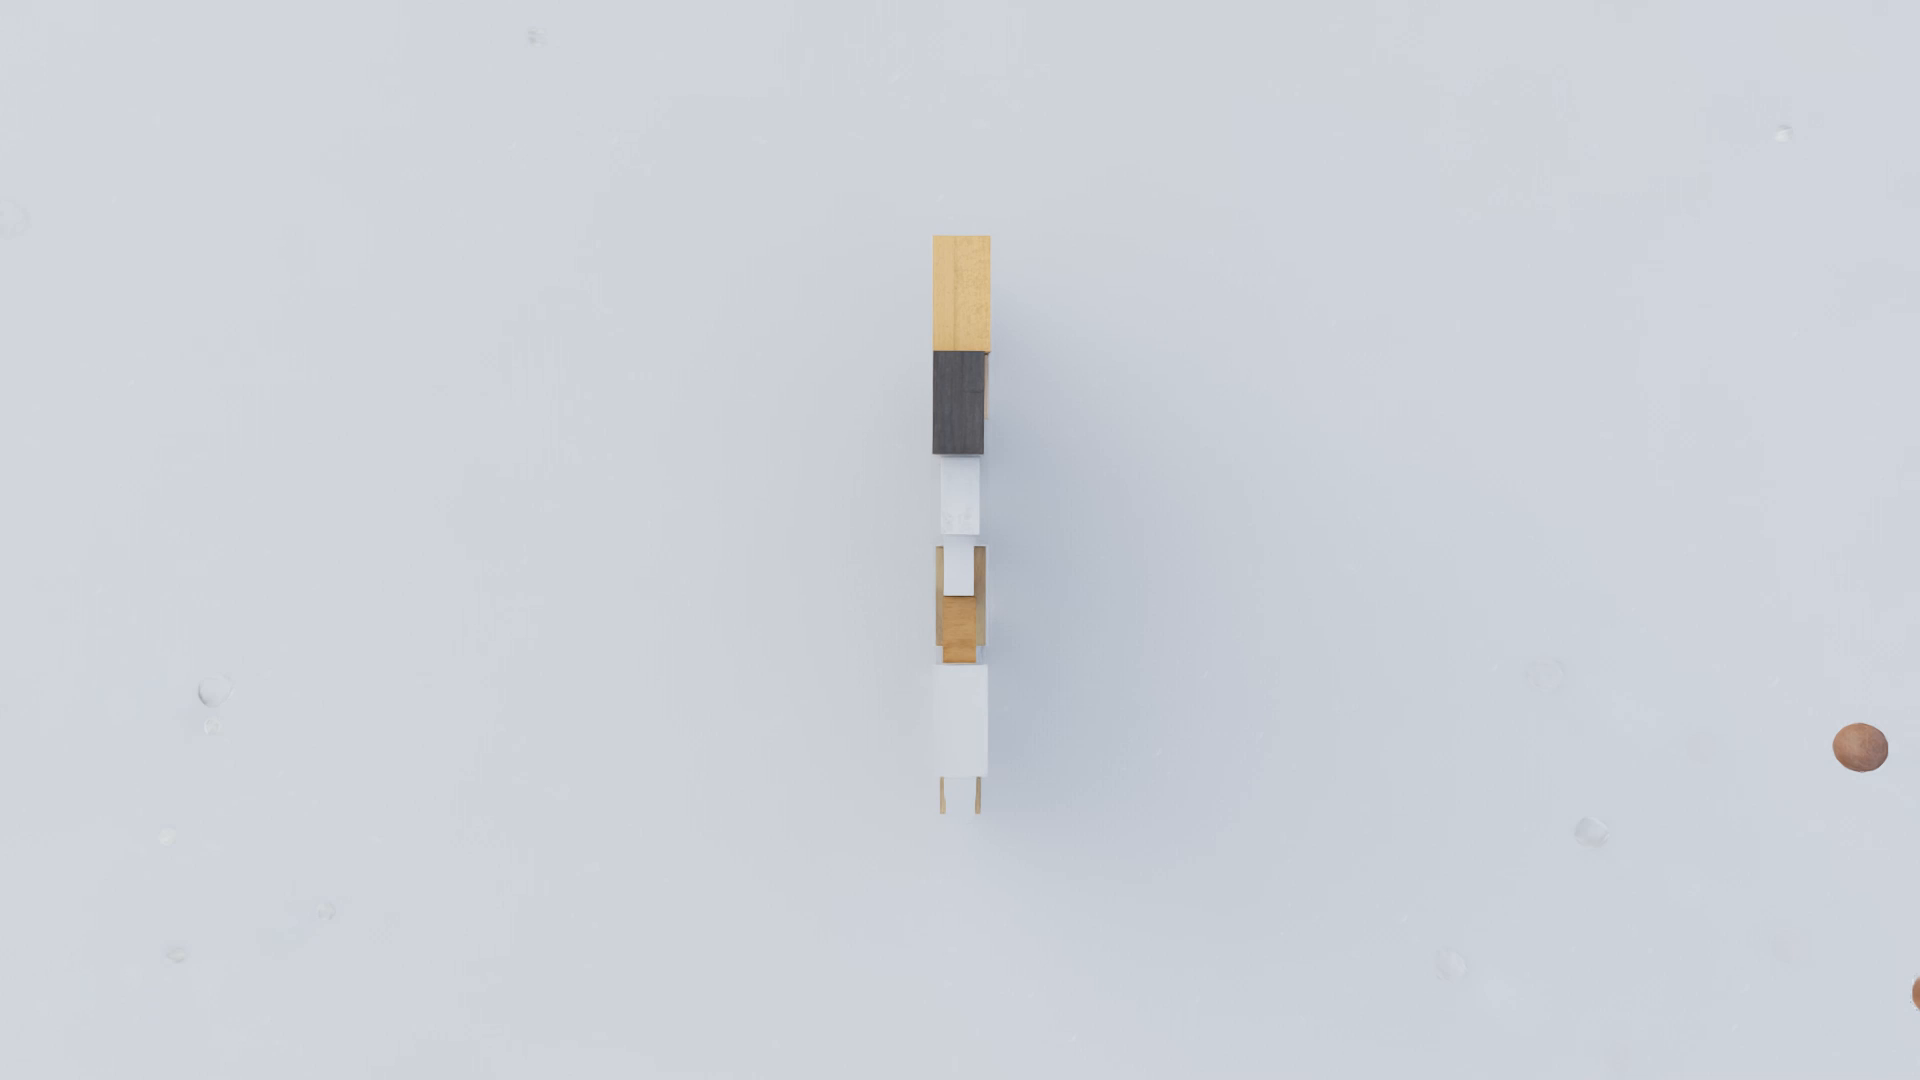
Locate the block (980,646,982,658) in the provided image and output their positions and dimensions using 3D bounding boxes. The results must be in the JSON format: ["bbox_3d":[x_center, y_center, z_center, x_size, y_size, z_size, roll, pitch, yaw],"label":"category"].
[{"bbox_3d":[0.004,0.467,5.215,0.133,0.038,0.266,0,90,0],"label":"block"}]

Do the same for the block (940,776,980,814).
[{"bbox_3d":[0.001,0.735,5.222,0.130,0.037,0.259,0,90,0],"label":"block"}]

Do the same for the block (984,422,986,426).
[{"bbox_3d":[-0.004,-0.197,5.133,0.171,0.049,0.343,0,90,0],"label":"block"}]

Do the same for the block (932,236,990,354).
[{"bbox_3d":[0.005,-0.667,4.479,0.157,0.044,0.314,0,90,0],"label":"block"}]

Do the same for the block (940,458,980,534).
[{"bbox_3d":[0.001,-0.120,4.488,0.104,0.030,0.209,0,90,0],"label":"block"}]

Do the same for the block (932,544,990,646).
[{"bbox_3d":[0.003,0.154,5.126,0.175,0.049,0.349,0,90,0],"label":"block"}]

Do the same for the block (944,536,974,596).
[{"bbox_3d":[-0.003,0.071,4.538,0.081,0.023,0.162,0,90,0],"label":"block"}]

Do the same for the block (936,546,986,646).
[{"bbox_3d":[0.002,0.162,4.793,0.144,0.041,0.288,0,90,0],"label":"block"}]

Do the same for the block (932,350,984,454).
[{"bbox_3d":[-0.004,-0.367,4.417,0.138,0.039,0.275,0,90,0],"label":"block"}]

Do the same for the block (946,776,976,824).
[{"bbox_3d":[0.002,0.739,4.802,0.085,0.024,0.169,0,90,0],"label":"block"}]

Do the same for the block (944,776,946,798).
[{"bbox_3d":[0.001,0.681,4.997,0.097,0.027,0.194,0,90,0],"label":"block"}]

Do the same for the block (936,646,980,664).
[{"bbox_3d":[-0.006,0.445,4.909,0.134,0.038,0.268,0,90,0],"label":"block"}]

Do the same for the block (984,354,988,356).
[{"bbox_3d":[0.005,-0.562,4.659,0.157,0.314,0.044,0,90,0],"label":"block"}]

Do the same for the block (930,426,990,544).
[{"bbox_3d":[-0.002,-0.157,4.736,0.171,0.048,0.341,0,90,0],"label":"block"}]

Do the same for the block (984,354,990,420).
[{"bbox_3d":[0.004,-0.546,5.130,0.173,0.049,0.346,0,90,0],"label":"block"}]

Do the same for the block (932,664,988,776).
[{"bbox_3d":[0.000,0.498,4.563,0.153,0.043,0.305,0,90,0],"label":"block"}]

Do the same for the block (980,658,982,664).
[{"bbox_3d":[-0.004,0.357,5.062,0.134,0.268,0.038,0,90,0],"label":"block"}]

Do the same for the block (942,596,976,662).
[{"bbox_3d":[-0.002,0.248,4.577,0.091,0.026,0.183,0,90,0],"label":"block"}]
